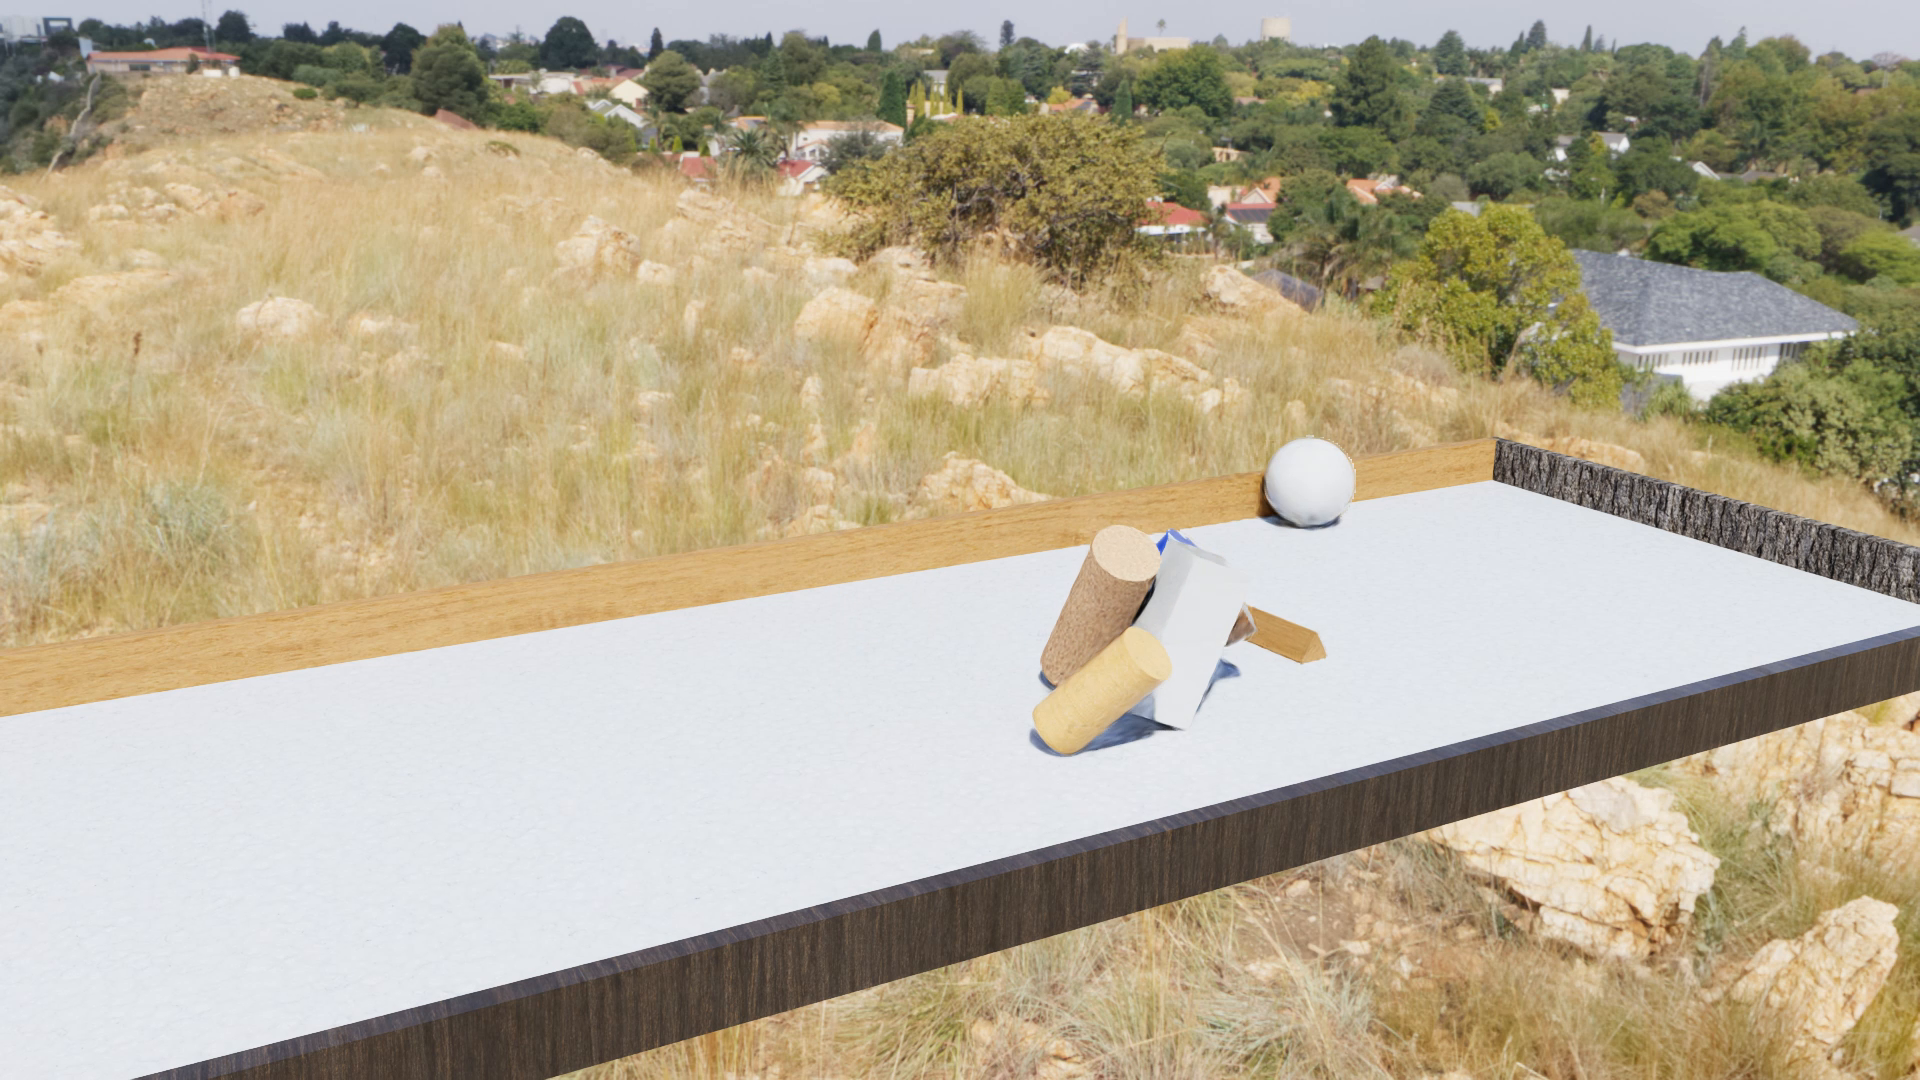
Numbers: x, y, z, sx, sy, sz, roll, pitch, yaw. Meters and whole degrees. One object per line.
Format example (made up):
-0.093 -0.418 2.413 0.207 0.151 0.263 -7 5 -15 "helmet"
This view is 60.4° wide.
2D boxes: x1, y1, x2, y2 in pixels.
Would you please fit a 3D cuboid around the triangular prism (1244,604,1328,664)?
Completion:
0.831 0.236 4.406 0.090 0.078 0.333 -10 19 -31 "triangular prism"

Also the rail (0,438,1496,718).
-3.305 0.497 3.399 12.000 0.150 0.050 -9 18 -27 "rail"

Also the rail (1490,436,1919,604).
2.466 -0.048 5.253 0.050 0.150 2.100 -9 18 -27 "rail"

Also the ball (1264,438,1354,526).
1.161 -0.193 5.489 0.295 0.295 0.295 0 16 0 "ball"

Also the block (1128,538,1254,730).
0.510 0.220 3.856 0.159 0.393 0.159 19 10 -21 "block"

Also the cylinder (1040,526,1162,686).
0.331 0.172 3.943 0.164 0.457 0.164 8 50 -10 "cylinder"

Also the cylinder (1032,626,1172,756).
0.313 0.336 3.648 0.139 0.310 0.139 30 36 -24 "cylinder"

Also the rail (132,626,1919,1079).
-2.336 1.006 1.665 12.000 0.150 0.050 -9 18 -27 "rail"

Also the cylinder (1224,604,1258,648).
0.551 0.253 4.035 0.338 0.104 0.104 -28 12 13 "cylinder"

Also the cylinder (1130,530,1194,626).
0.450 0.152 4.174 0.126 0.381 0.126 36 20 -15 "cylinder"
